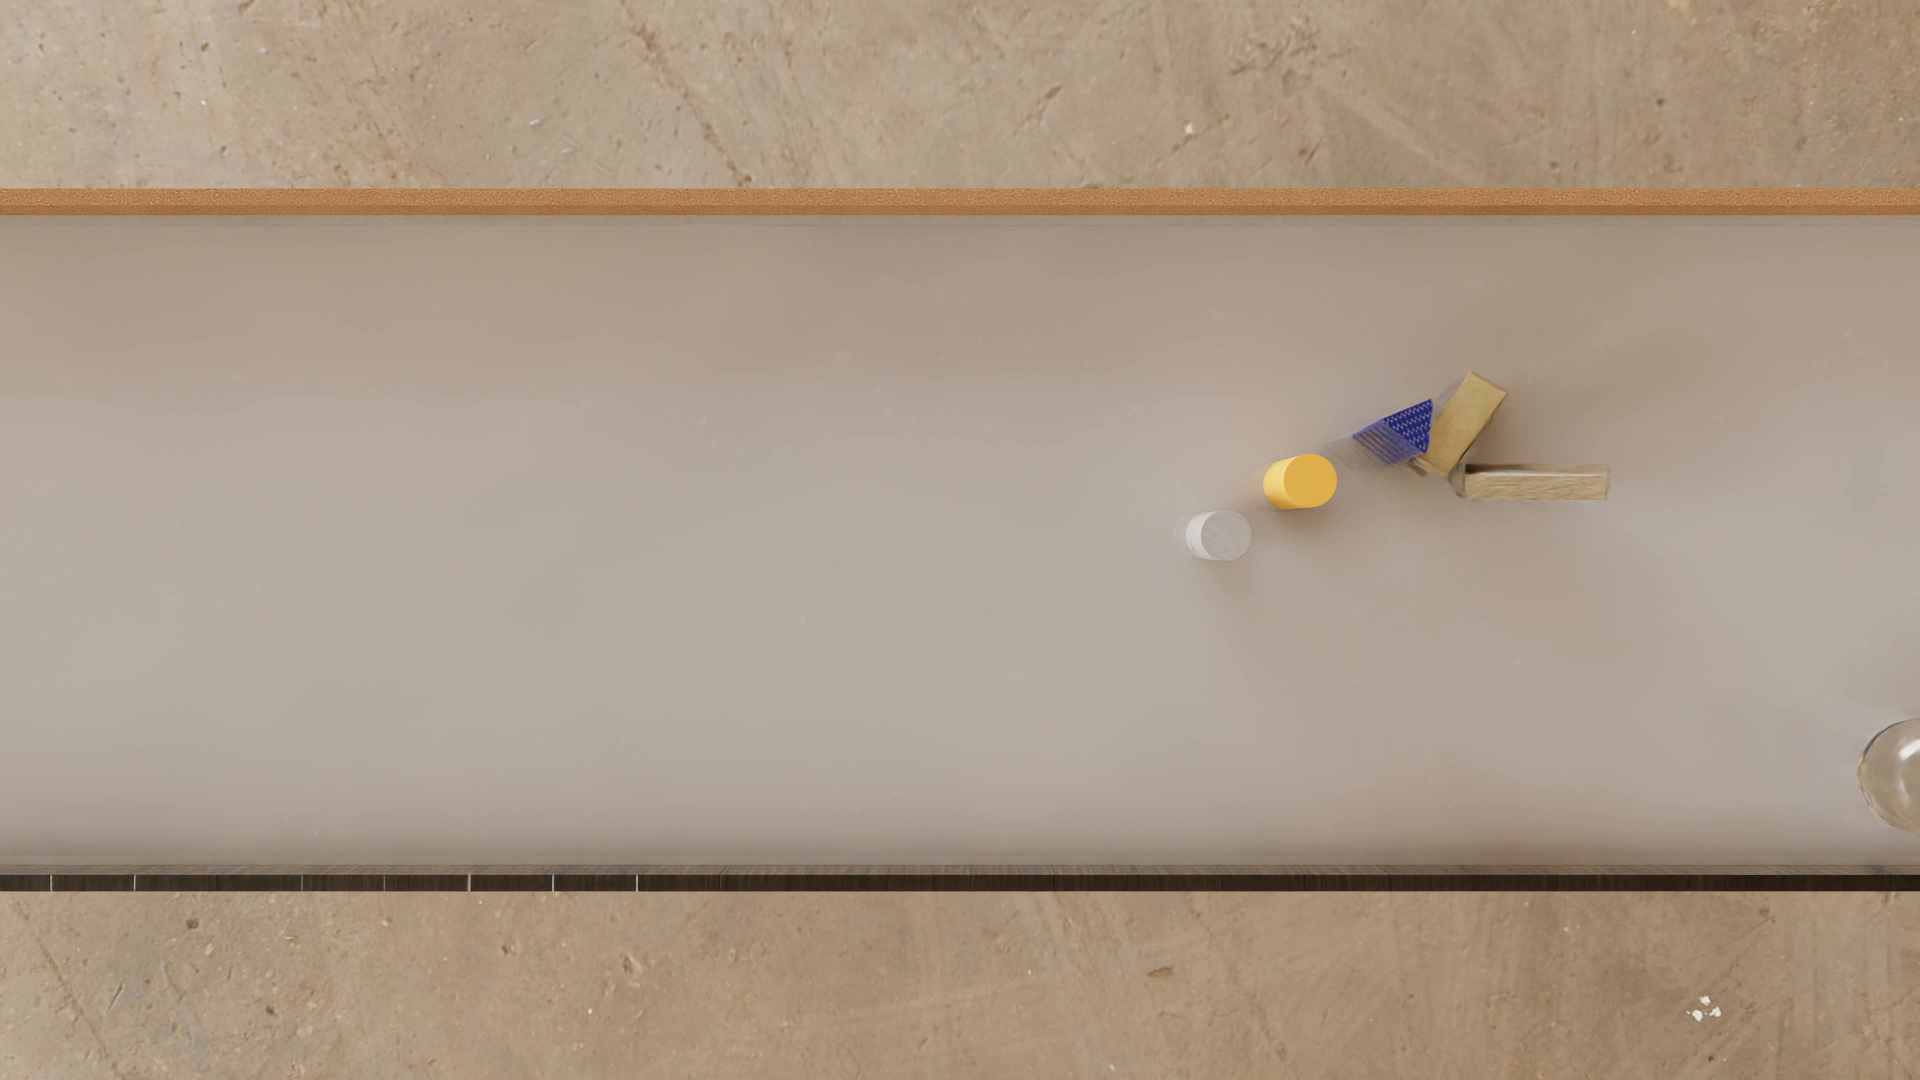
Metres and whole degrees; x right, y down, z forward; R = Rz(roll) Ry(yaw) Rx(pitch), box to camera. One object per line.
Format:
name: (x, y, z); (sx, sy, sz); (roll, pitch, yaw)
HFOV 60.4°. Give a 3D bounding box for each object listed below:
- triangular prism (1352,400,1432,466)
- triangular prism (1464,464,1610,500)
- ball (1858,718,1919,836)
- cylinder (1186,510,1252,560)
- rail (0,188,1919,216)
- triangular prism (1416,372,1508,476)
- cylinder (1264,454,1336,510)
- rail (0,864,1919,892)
triangular prism: (1.301, -0.335, 4.872); (0.152, 0.406, 0.131); (38, 88, 3)
triangular prism: (1.734, -0.185, 4.963); (0.406, 0.093, 0.108); (1, 79, 16)
ball: (2.867, 0.706, 4.900); (0.352, 0.352, 0.352); (0, 90, 0)
cylinder: (0.769, -0.013, 4.921); (0.148, 0.311, 0.148); (0, 90, 0)
rail: (-2.247, -1.025, 5.002); (12.000, 0.150, 0.050); (0, 90, 0)
triangular prism: (1.526, -0.337, 4.992); (0.128, 0.111, 0.306); (36, 90, -40)
cylinder: (1.011, -0.172, 4.919); (0.155, 0.316, 0.155); (0, 90, 0)
rail: (-2.247, 1.025, 5.001); (12.000, 0.150, 0.050); (0, 90, 0)
